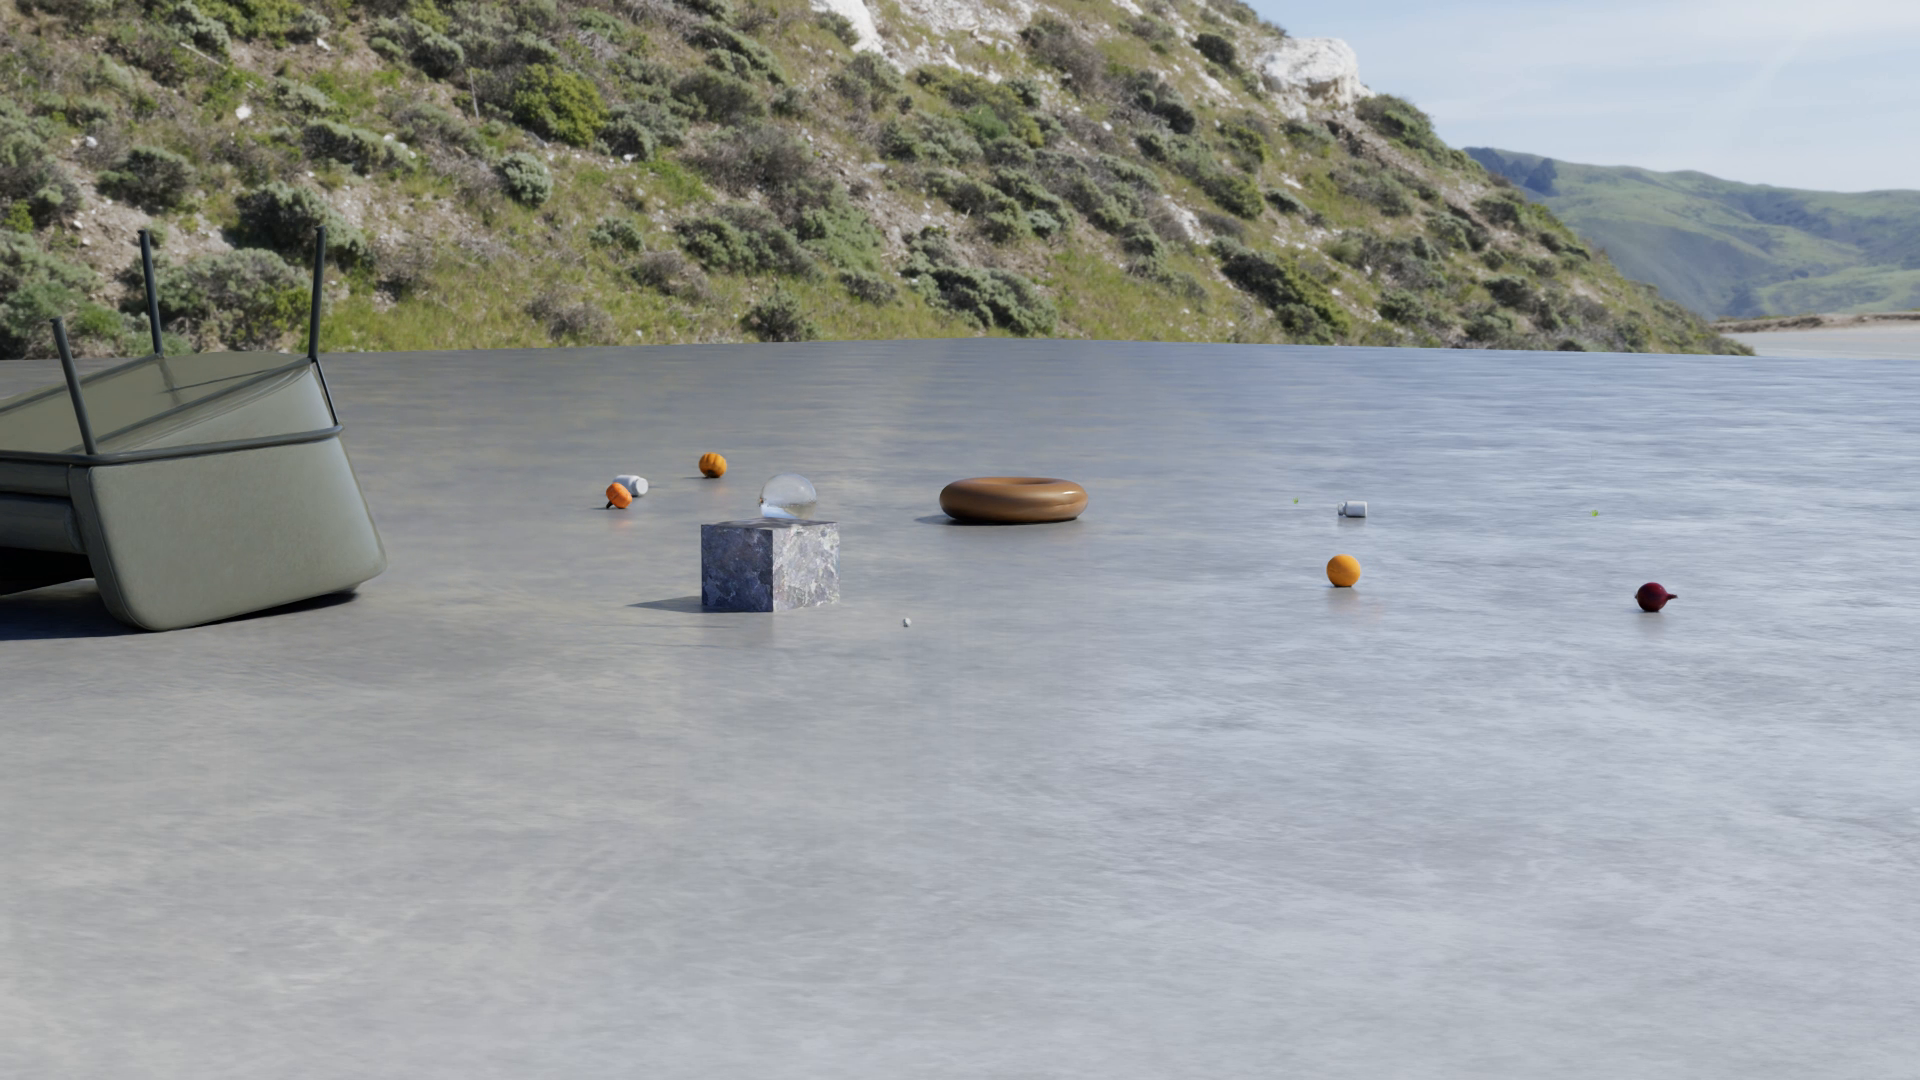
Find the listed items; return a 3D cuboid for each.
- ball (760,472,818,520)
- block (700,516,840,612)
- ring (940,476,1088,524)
[{"bbox_3d":[-0.444,-0.099,6.639,0.150,0.150,0.150,0,6,0],"label":"ball"},{"bbox_3d":[-0.381,0.047,5.164,0.193,0.162,0.200,5,7,38],"label":"block"},{"bbox_3d":[0.147,-0.109,6.970,0.373,0.105,0.441,6,8,43],"label":"ring"}]
